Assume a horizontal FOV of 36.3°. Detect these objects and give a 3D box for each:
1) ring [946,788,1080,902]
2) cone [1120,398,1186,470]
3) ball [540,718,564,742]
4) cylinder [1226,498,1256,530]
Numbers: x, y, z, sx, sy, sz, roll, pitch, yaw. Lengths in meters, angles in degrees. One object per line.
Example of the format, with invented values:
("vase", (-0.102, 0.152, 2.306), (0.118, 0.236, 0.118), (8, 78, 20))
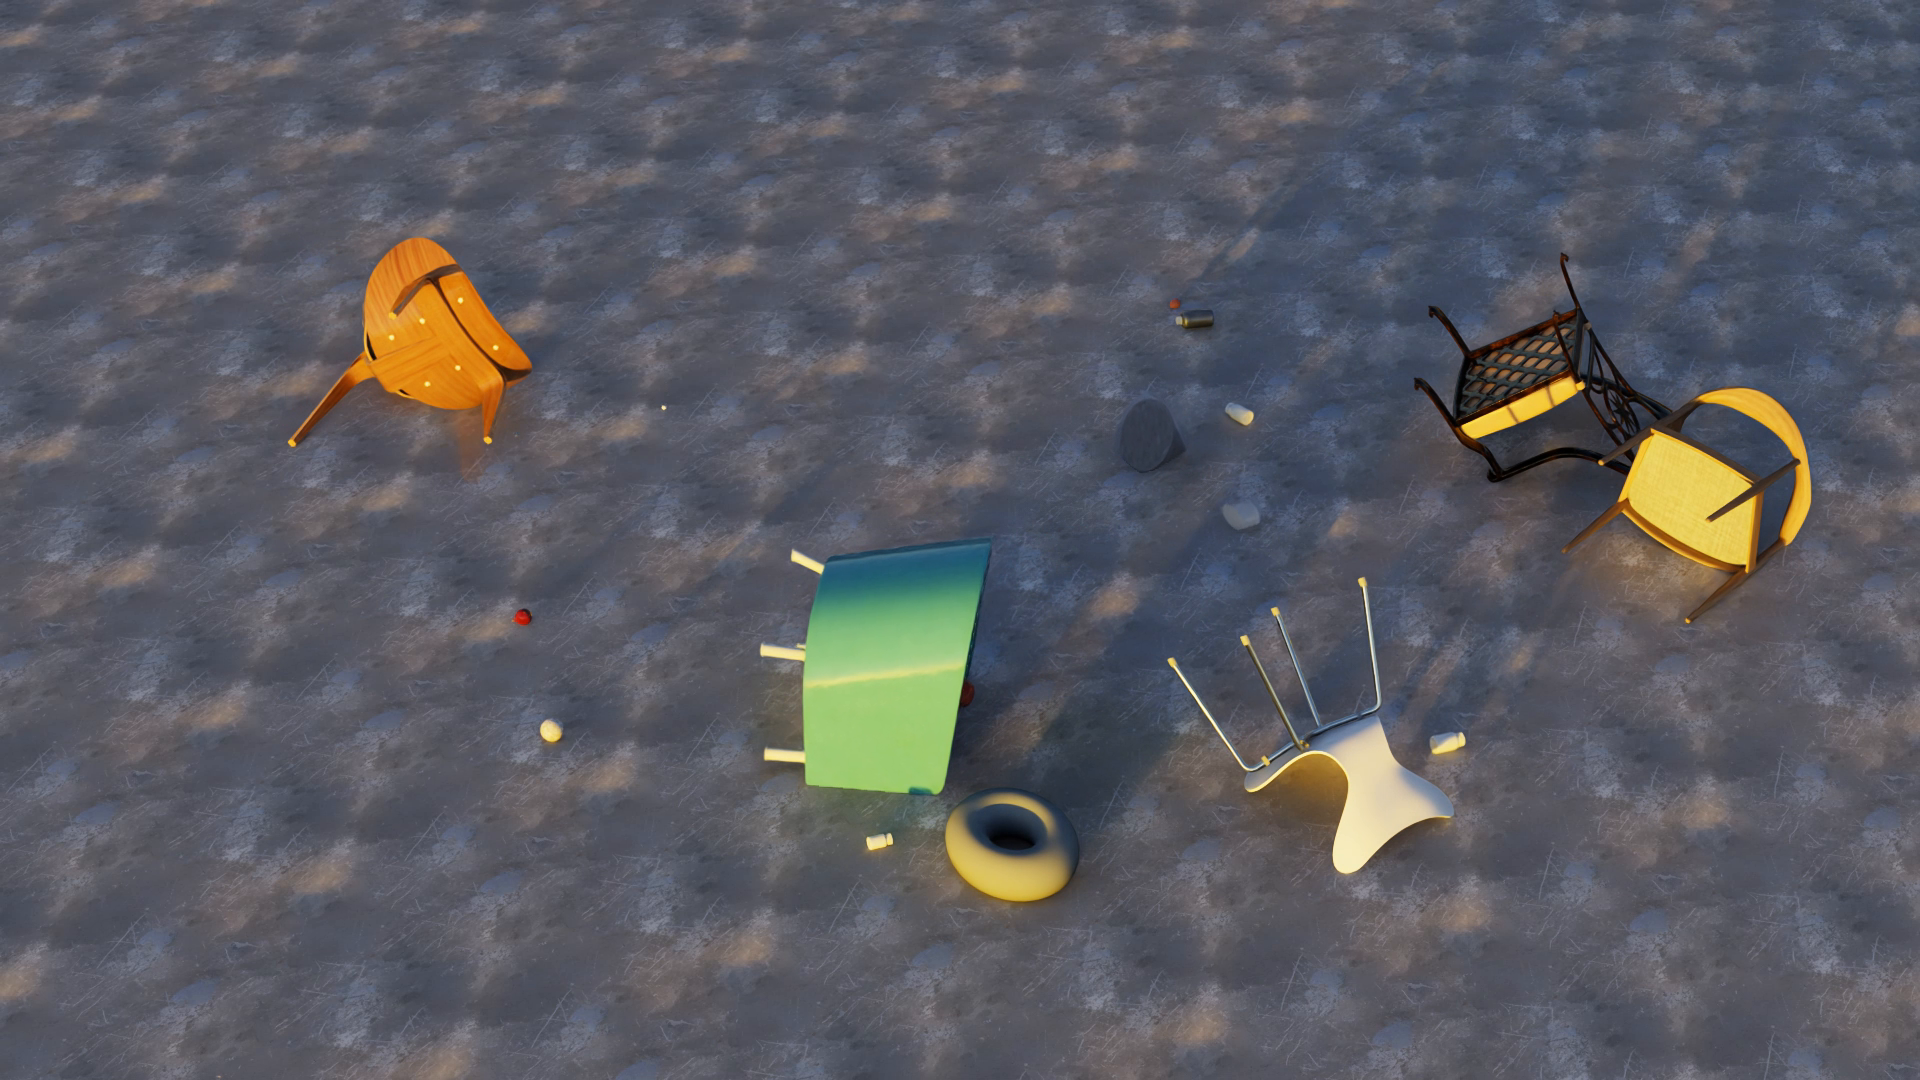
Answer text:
("ring", (0.166, 0.966, 9.331), (0.405, 0.165, 0.484), (-19, 39, -24))
("cone", (0.804, -0.384, 11.421), (0.219, 0.273, 0.314), (17, 30, -39))
("ball", (-1.377, 0.640, 9.900), (0.080, 0.080, 0.080), (0, 33, 0))
("cylinder", (1.056, -0.098, 11.016), (0.078, 0.086, 0.133), (-29, 22, 5))
